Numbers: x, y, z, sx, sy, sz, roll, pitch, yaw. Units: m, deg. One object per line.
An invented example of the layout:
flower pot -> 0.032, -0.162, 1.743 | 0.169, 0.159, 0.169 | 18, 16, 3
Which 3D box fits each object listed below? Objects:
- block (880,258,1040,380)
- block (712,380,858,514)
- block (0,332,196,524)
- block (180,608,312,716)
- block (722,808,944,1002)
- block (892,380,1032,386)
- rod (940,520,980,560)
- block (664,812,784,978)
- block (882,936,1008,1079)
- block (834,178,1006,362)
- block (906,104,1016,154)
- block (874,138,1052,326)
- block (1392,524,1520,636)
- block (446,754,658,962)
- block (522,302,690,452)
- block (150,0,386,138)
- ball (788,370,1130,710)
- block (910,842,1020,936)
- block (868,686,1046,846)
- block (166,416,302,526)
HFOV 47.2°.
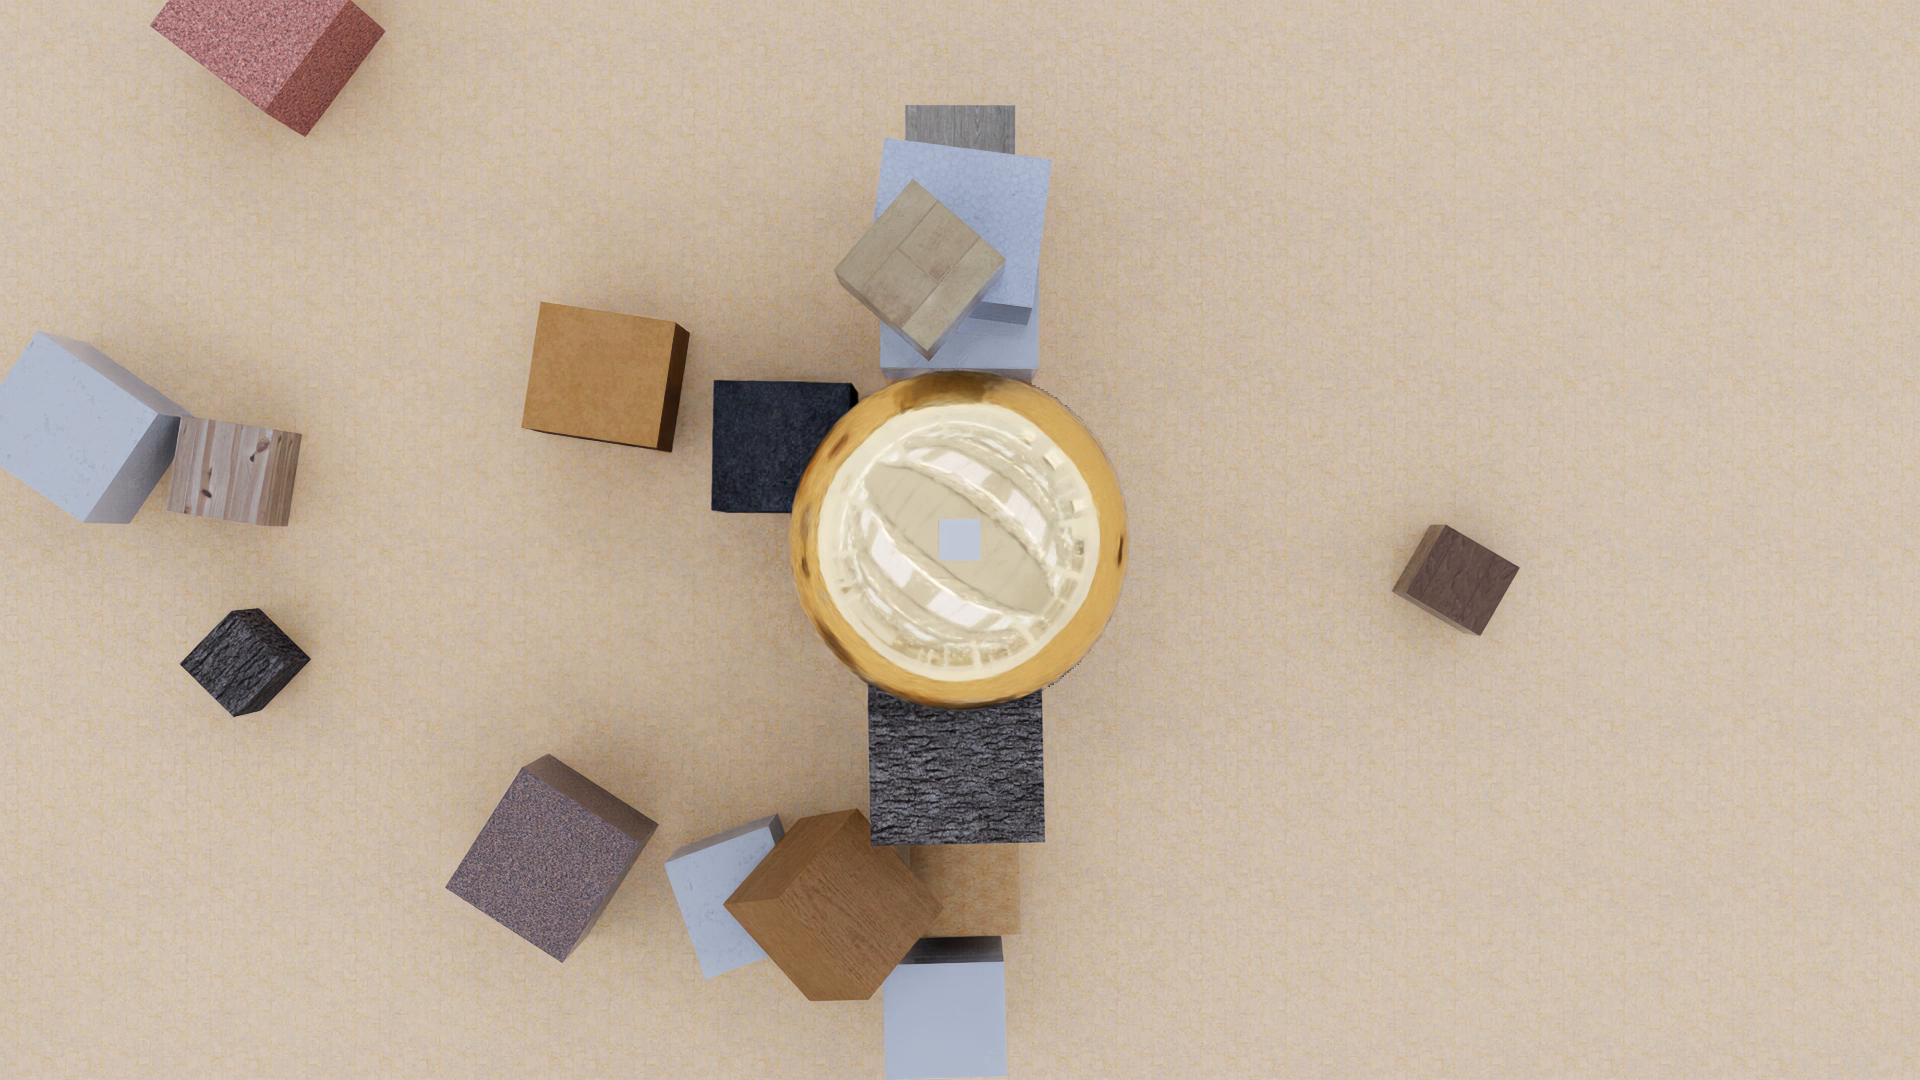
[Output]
block -> -0.001, -1.303, 11.870 | 0.824, 0.815, 0.816 | 0, 90, 0
block -> -0.996, -0.520, 12.620 | 0.765, 0.761, 0.726 | 1, 90, 0
block -> -5.037, -0.633, 12.655 | 0.818, 0.690, 0.743 | 35, 90, 0
block -> -4.138, 0.705, 12.753 | 0.434, 0.493, 0.424 | 44, 90, 0
block -> -0.700, 2.020, 12.126 | 0.757, 0.684, 0.685 | 50, 59, -13
block -> 0.011, -1.153, 12.639 | 0.778, 0.722, 0.790 | 0, 90, 0
rod -> -0.003, 0.000, 6.930 | 0.080, 5.200, 0.080 | 0, 90, 0
block -> -1.257, 2.044, 12.695 | 0.627, 0.609, 0.695 | -20, 90, 0
block -> -0.085, 2.669, 12.604 | 0.675, 0.791, 0.637 | -2, 90, 0
block -> -0.182, -1.253, 10.303 | 0.562, 0.596, 0.552 | 41, 90, 0
block -> 0.000, -2.017, 12.027 | 0.585, 0.662, 0.592 | 0, 90, 0
block -> -0.008, -1.529, 11.032 | 0.814, 0.861, 0.721 | 7, 90, 0
block -> 2.879, 0.231, 12.793 | 0.493, 0.414, 0.455 | 30, 90, 0
block -> -2.320, 1.807, 12.607 | 0.778, 0.785, 0.796 | 33, 90, 0
block -> -2.029, -0.928, 12.670 | 0.767, 0.659, 0.716 | 9, 90, 0
block -> -3.950, -2.934, 12.611 | 0.796, 0.778, 0.789 | 37, 90, 0
ball -> -0.006, 0.000, 10.330 | 1.600, 1.600, 1.600 | 0, 90, 0
block -> 0.029, 1.948, 12.701 | 0.617, 0.598, 0.566 | -1, 90, 0
block -> -0.020, 1.108, 11.685 | 0.892, 0.881, 0.896 | -1, 90, 0
block -> -4.208, -0.397, 12.772 | 0.559, 0.457, 0.554 | 9, 90, 0
